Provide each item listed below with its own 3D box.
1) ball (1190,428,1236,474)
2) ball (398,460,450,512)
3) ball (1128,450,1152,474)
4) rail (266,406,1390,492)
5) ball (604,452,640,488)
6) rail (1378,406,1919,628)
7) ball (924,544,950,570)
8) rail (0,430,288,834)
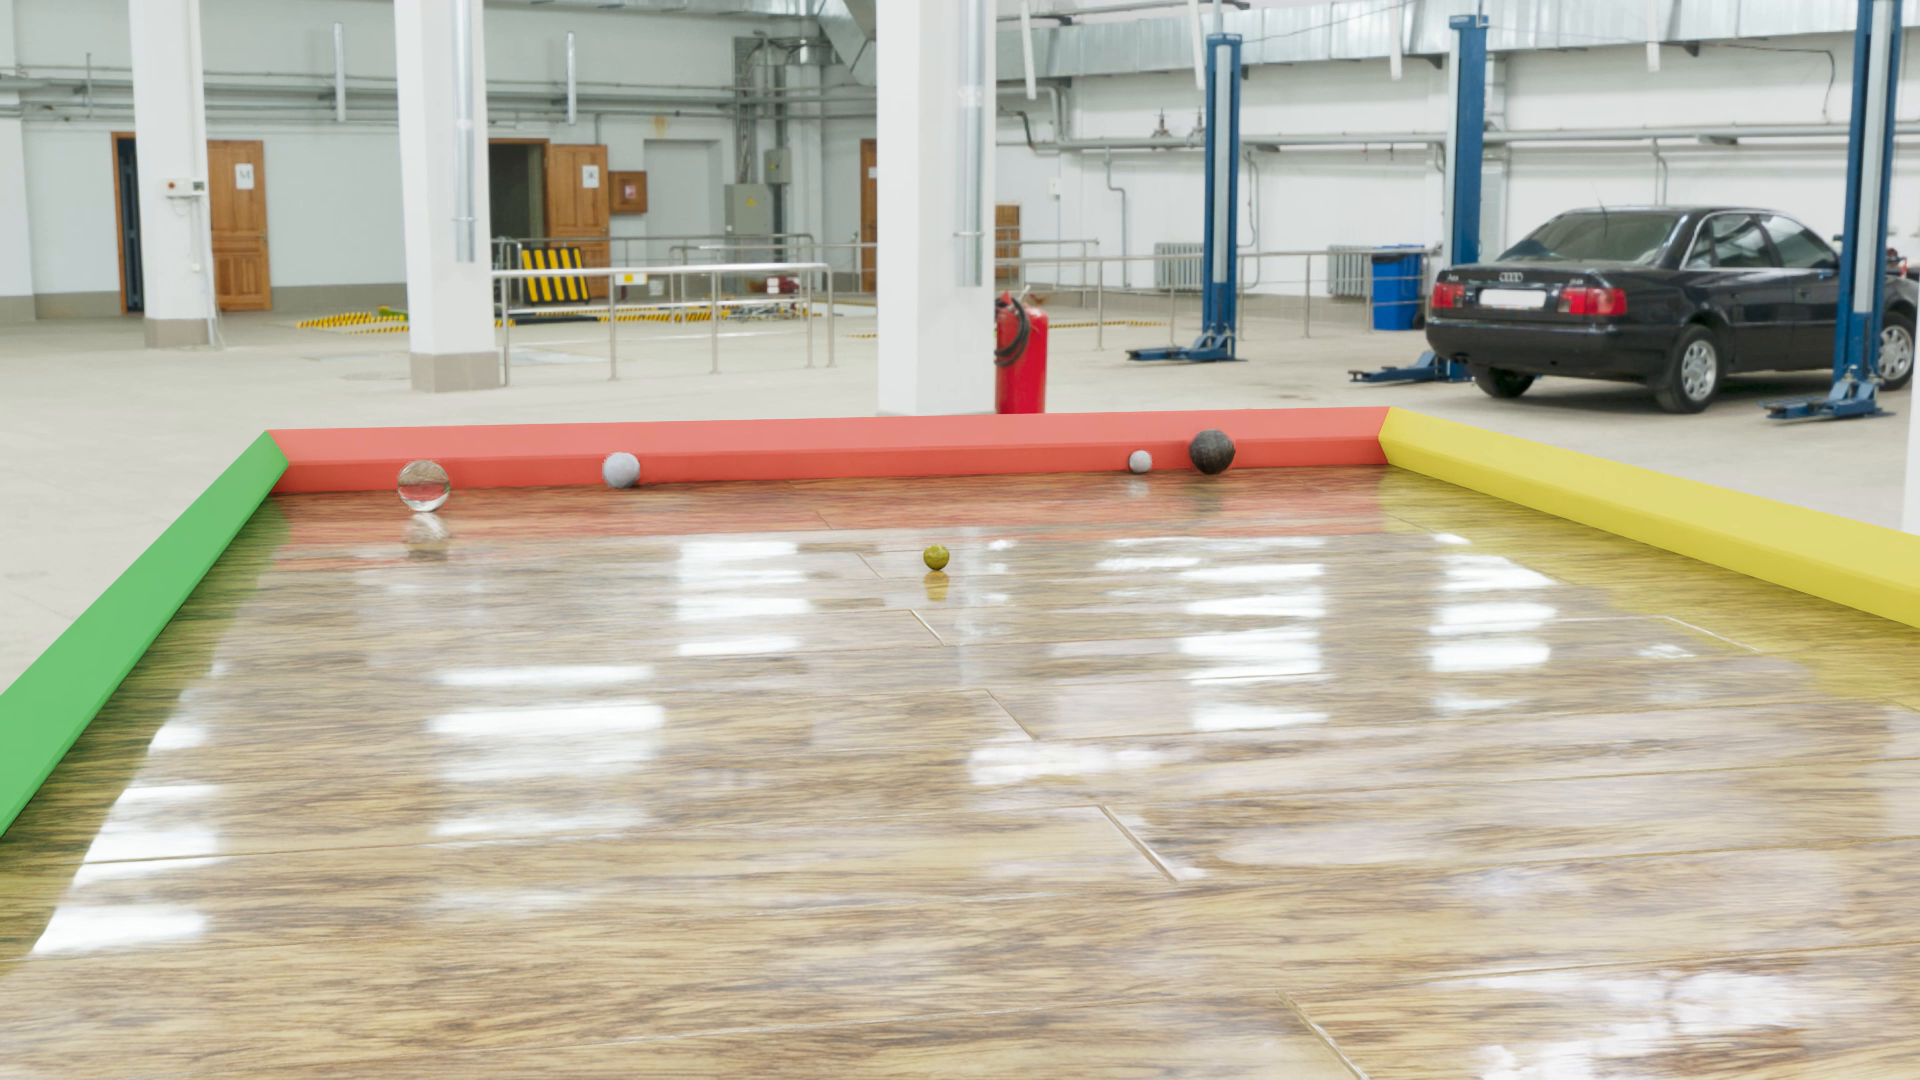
[{"bbox_3d":[0.518,-0.182,4.508,0.092,0.092,0.092,0,9,0],"label":"ball"},{"bbox_3d":[-0.971,-0.098,3.982,0.093,0.093,0.093,0,9,0],"label":"ball"},{"bbox_3d":[0.369,-0.161,4.523,0.047,0.047,0.047,0,9,0],"label":"ball"},{"bbox_3d":[-0.204,-0.184,4.428,2.295,0.120,0.045,-2,9,-11],"label":"rail"},{"bbox_3d":[-0.659,-0.136,4.289,0.071,0.071,0.071,0,9,0],"label":"ball"},{"bbox_3d":[1.309,0.099,2.654,0.045,0.120,4.173,-2,9,-11],"label":"rail"},{"bbox_3d":[-0.036,0.026,3.371,0.041,0.041,0.041,0,9,0],"label":"ball"},{"bbox_3d":[-0.892,0.170,2.210,0.045,0.120,4.173,-2,9,-11],"label":"rail"}]
